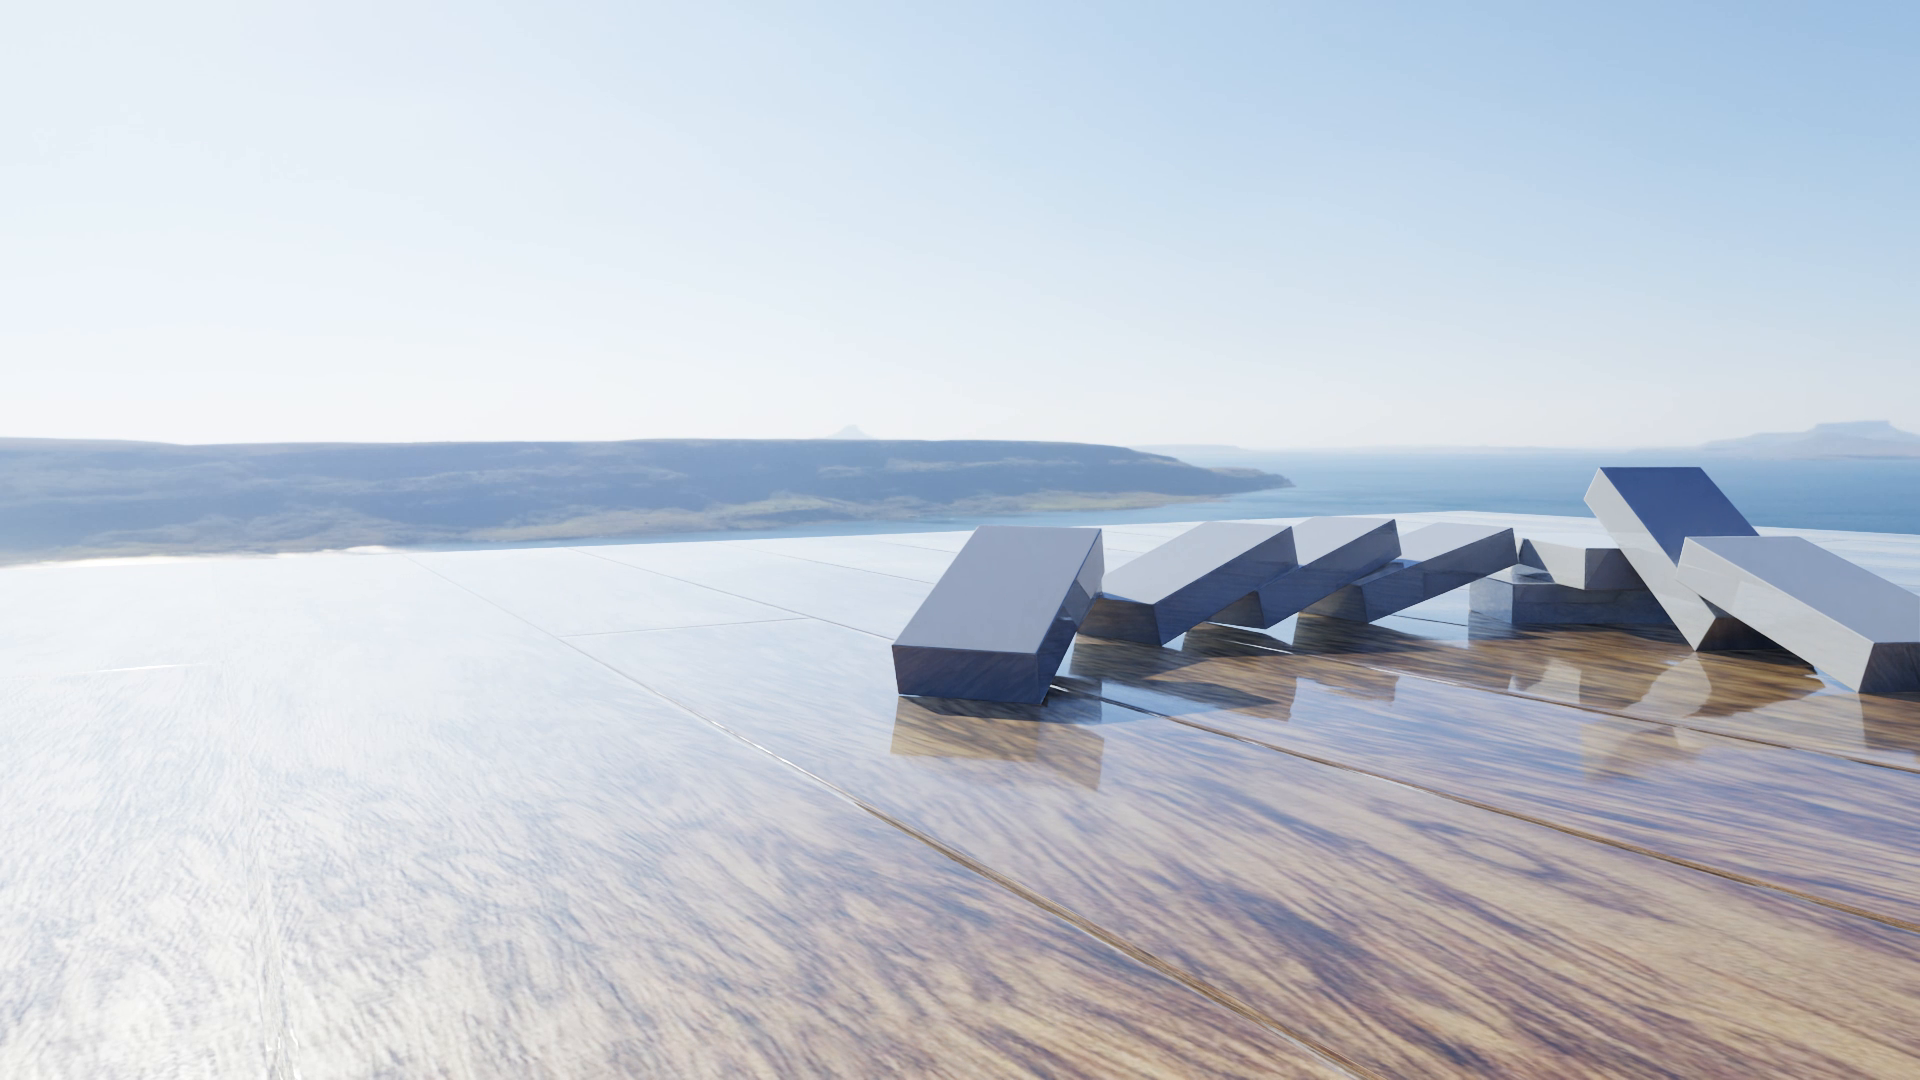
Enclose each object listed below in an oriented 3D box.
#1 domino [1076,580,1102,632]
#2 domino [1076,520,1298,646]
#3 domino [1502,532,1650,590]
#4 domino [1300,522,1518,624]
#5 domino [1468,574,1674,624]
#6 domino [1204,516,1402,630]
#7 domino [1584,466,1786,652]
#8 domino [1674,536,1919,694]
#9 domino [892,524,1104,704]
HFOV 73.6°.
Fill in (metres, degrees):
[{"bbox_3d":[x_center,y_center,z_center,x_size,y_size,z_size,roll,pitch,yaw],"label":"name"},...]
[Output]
[{"bbox_3d":[0.012,0.013,0.262,0.025,0.010,0.050,1,16,18],"label":"domino"},{"bbox_3d":[0.052,0.009,0.293,0.050,0.009,0.025,-25,19,-36],"label":"domino"},{"bbox_3d":[0.153,0.005,0.315,0.025,0.010,0.050,0,4,-1],"label":"domino"},{"bbox_3d":[0.112,0.007,0.324,0.050,0.010,0.025,-17,11,-23],"label":"domino"},{"bbox_3d":[0.156,0.014,0.316,0.050,0.010,0.025,0,4,-1],"label":"domino"},{"bbox_3d":[0.081,0.007,0.313,0.050,0.009,0.025,-23,15,-31],"label":"domino"},{"bbox_3d":[0.161,0.003,0.280,0.025,0.009,0.050,0,40,-6],"label":"domino"},{"bbox_3d":[0.163,0.013,0.242,0.025,0.010,0.050,-1,21,-7],"label":"domino"},{"bbox_3d":[0.009,0.012,0.233,0.025,0.010,0.050,2,25,19],"label":"domino"}]
